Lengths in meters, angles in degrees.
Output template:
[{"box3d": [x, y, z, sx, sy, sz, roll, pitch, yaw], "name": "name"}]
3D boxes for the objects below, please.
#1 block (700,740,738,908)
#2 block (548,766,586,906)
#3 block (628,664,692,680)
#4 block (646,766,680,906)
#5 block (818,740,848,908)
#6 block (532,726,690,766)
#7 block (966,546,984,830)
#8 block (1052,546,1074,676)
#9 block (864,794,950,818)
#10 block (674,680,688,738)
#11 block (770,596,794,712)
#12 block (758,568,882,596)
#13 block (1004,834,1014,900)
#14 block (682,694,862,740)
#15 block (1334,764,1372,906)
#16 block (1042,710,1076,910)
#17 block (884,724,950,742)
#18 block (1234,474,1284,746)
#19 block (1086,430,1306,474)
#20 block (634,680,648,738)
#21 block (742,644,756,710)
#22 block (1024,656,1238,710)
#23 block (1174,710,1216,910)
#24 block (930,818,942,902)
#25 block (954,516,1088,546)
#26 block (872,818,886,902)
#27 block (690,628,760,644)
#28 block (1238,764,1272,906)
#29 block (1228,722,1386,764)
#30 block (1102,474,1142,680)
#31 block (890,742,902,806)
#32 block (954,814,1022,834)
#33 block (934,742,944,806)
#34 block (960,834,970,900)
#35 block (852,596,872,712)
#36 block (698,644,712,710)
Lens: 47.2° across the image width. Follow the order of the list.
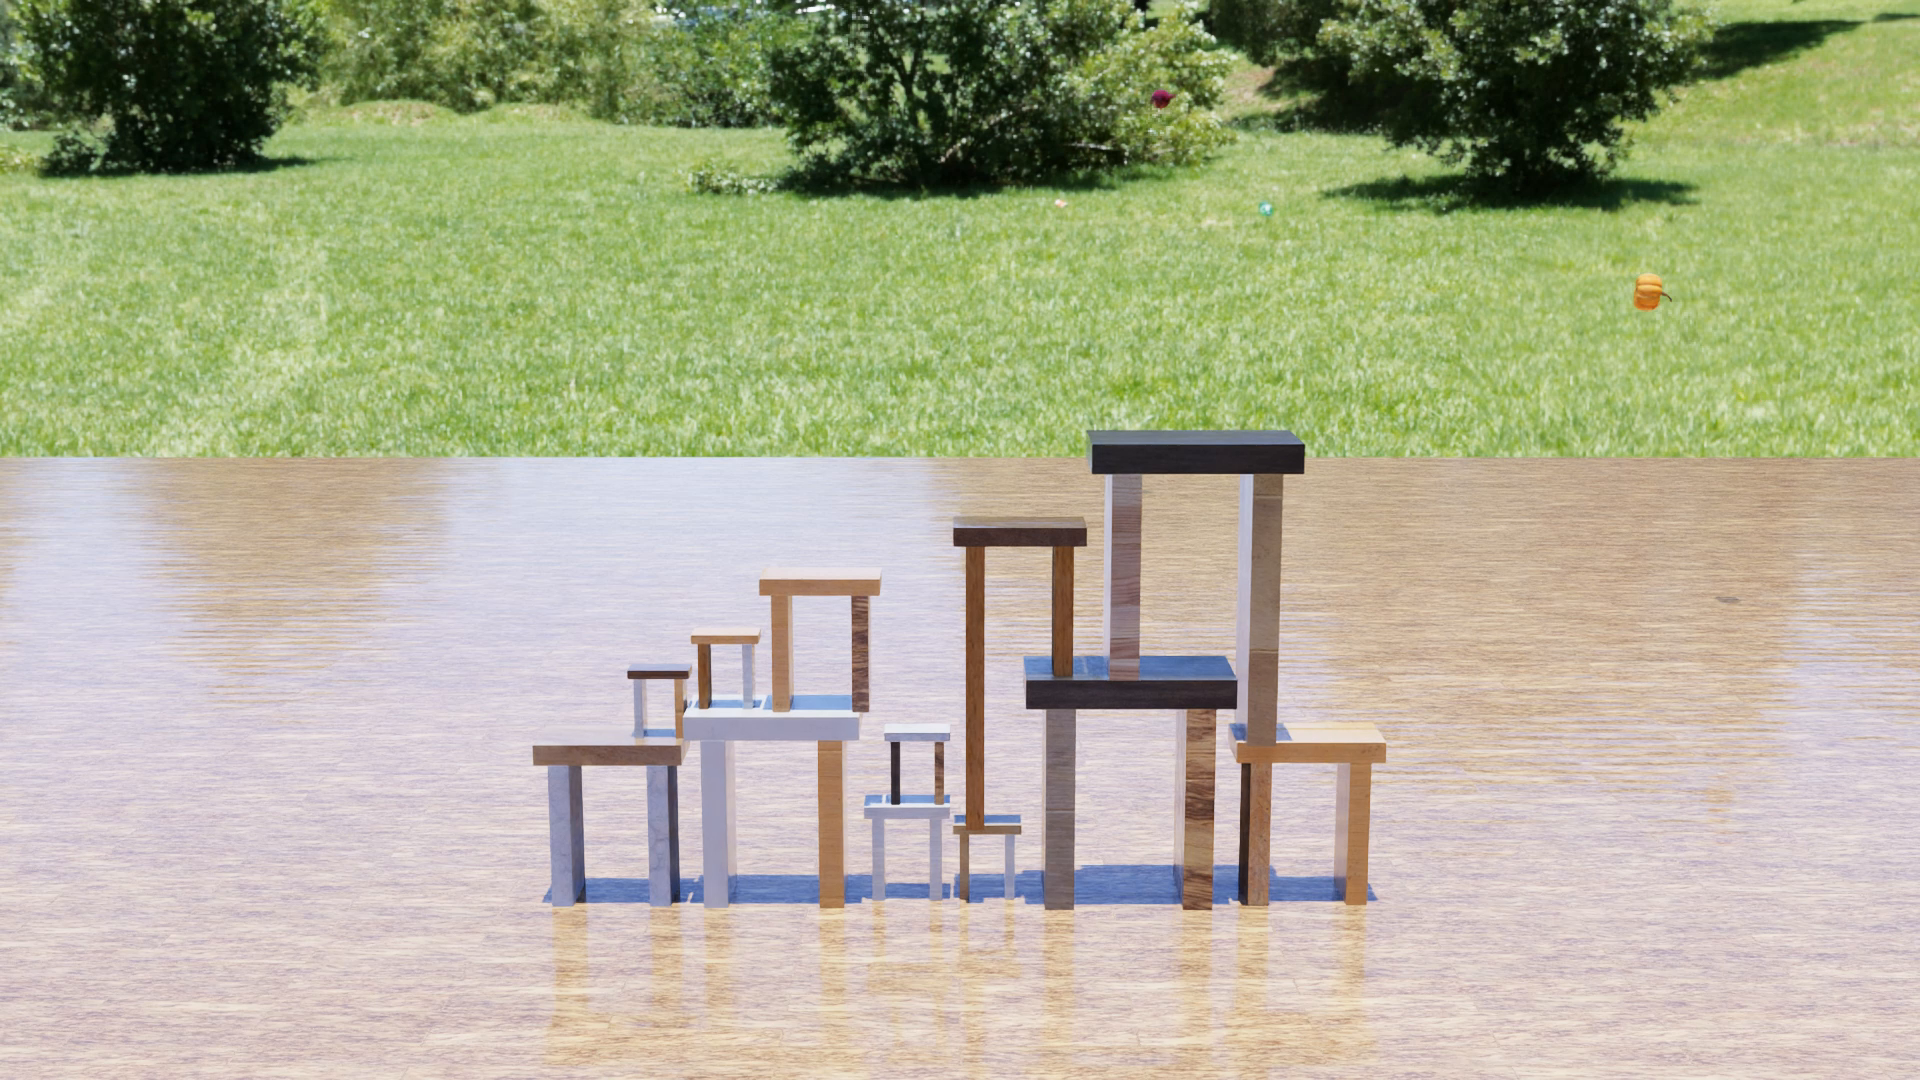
[{"box3d": [-0.399, 0.451, 3.643, 0.040, 0.283, 0.142, 0, 11, 0], "name": "block"}, {"box3d": [-0.652, 0.473, 3.643, 0.034, 0.240, 0.120, 0, 11, 0], "name": "block"}, {"box3d": [-0.491, 0.215, 3.601, 0.100, 0.014, 0.050, 0, 11, 0], "name": "block"}, {"box3d": [-0.491, 0.473, 3.643, 0.034, 0.240, 0.120, 0, 11, 0], "name": "block"}, {"box3d": [-0.210, 0.451, 3.643, 0.040, 0.284, 0.142, 0, 11, 0], "name": "block"}, {"box3d": [-0.571, 0.338, 3.618, 0.240, 0.034, 0.120, 0, 11, 0], "name": "block"}, {"box3d": [0.025, 0.233, 3.600, 0.030, 0.471, 0.107, 0, 11, 0], "name": "block"}, {"box3d": [0.167, 0.106, 3.576, 0.030, 0.213, 0.107, 0, 11, 0], "name": "block"}, {"box3d": [-0.087, 0.441, 3.640, 0.141, 0.020, 0.071, 0, 11, 0], "name": "block"}, {"box3d": [-0.458, 0.271, 3.611, 0.014, 0.100, 0.050, 0, 11, 0], "name": "block"}, {"box3d": [-0.290, 0.176, 3.596, 0.027, 0.194, 0.097, 0, 11, 0], "name": "block"}, {"box3d": [-0.226, 0.067, 3.576, 0.193, 0.027, 0.097, 0, 11, 0], "name": "block"}, {"box3d": [0.082, 0.535, 3.657, 0.016, 0.113, 0.056, 0, 11, 0], "name": "block"}, {"box3d": [-0.305, 0.291, 3.614, 0.284, 0.040, 0.142, 0, 11, 0], "name": "block"}, {"box3d": [0.651, 0.470, 3.651, 0.034, 0.242, 0.121, 0, 11, 0], "name": "block"}, {"box3d": [0.162, 0.423, 3.643, 0.048, 0.338, 0.169, 0, 11, 0], "name": "block"}, {"box3d": [-0.070, 0.317, 3.621, 0.108, 0.015, 0.054, 0, 11, 0], "name": "block"}, {"box3d": [0.485, 0.099, 3.581, 0.047, 0.444, 0.167, 0, 11, 0], "name": "block"}, {"box3d": [0.374, -0.142, 3.536, 0.334, 0.047, 0.167, 0, 11, 0], "name": "block"}, {"box3d": [-0.525, 0.271, 3.611, 0.014, 0.100, 0.050, 0, 11, 0], "name": "block"}, {"box3d": [-0.346, 0.218, 3.602, 0.015, 0.109, 0.054, 0, 11, 0], "name": "block"}, {"box3d": [0.275, 0.233, 3.608, 0.338, 0.048, 0.169, 0, 11, 0], "name": "block"}, {"box3d": [0.388, 0.423, 3.643, 0.048, 0.338, 0.169, 0, 11, 0], "name": "block"}, {"box3d": [-0.040, 0.521, 3.655, 0.020, 0.141, 0.071, 0, 11, 0], "name": "block"}, {"box3d": [0.096, -0.014, 3.554, 0.213, 0.030, 0.107, 0, 11, 0], "name": "block"}, {"box3d": [-0.134, 0.521, 3.655, 0.020, 0.141, 0.071, 0, 11, 0], "name": "block"}, {"box3d": [-0.382, 0.157, 3.591, 0.109, 0.015, 0.054, 0, 11, 0], "name": "block"}, {"box3d": [0.490, 0.470, 3.652, 0.034, 0.242, 0.121, 0, 11, 0], "name": "block"}, {"box3d": [0.570, 0.334, 3.626, 0.242, 0.034, 0.121, 0, 11, 0], "name": "block"}, {"box3d": [0.263, 0.045, 3.571, 0.047, 0.334, 0.167, 0, 11, 0], "name": "block"}, {"box3d": [-0.106, 0.378, 3.633, 0.015, 0.108, 0.054, 0, 11, 0], "name": "block"}, {"box3d": [0.045, 0.472, 3.646, 0.112, 0.016, 0.056, 0, 11, 0], "name": "block"}, {"box3d": [-0.034, 0.378, 3.633, 0.015, 0.108, 0.054, 0, 11, 0], "name": "block"}, {"box3d": [0.007, 0.535, 3.657, 0.016, 0.113, 0.056, 0, 11, 0], "name": "block"}, {"box3d": [-0.161, 0.176, 3.596, 0.027, 0.194, 0.097, 0, 11, 0], "name": "block"}, {"box3d": [-0.418, 0.218, 3.602, 0.015, 0.109, 0.054, 0, 11, 0], "name": "block"}]
